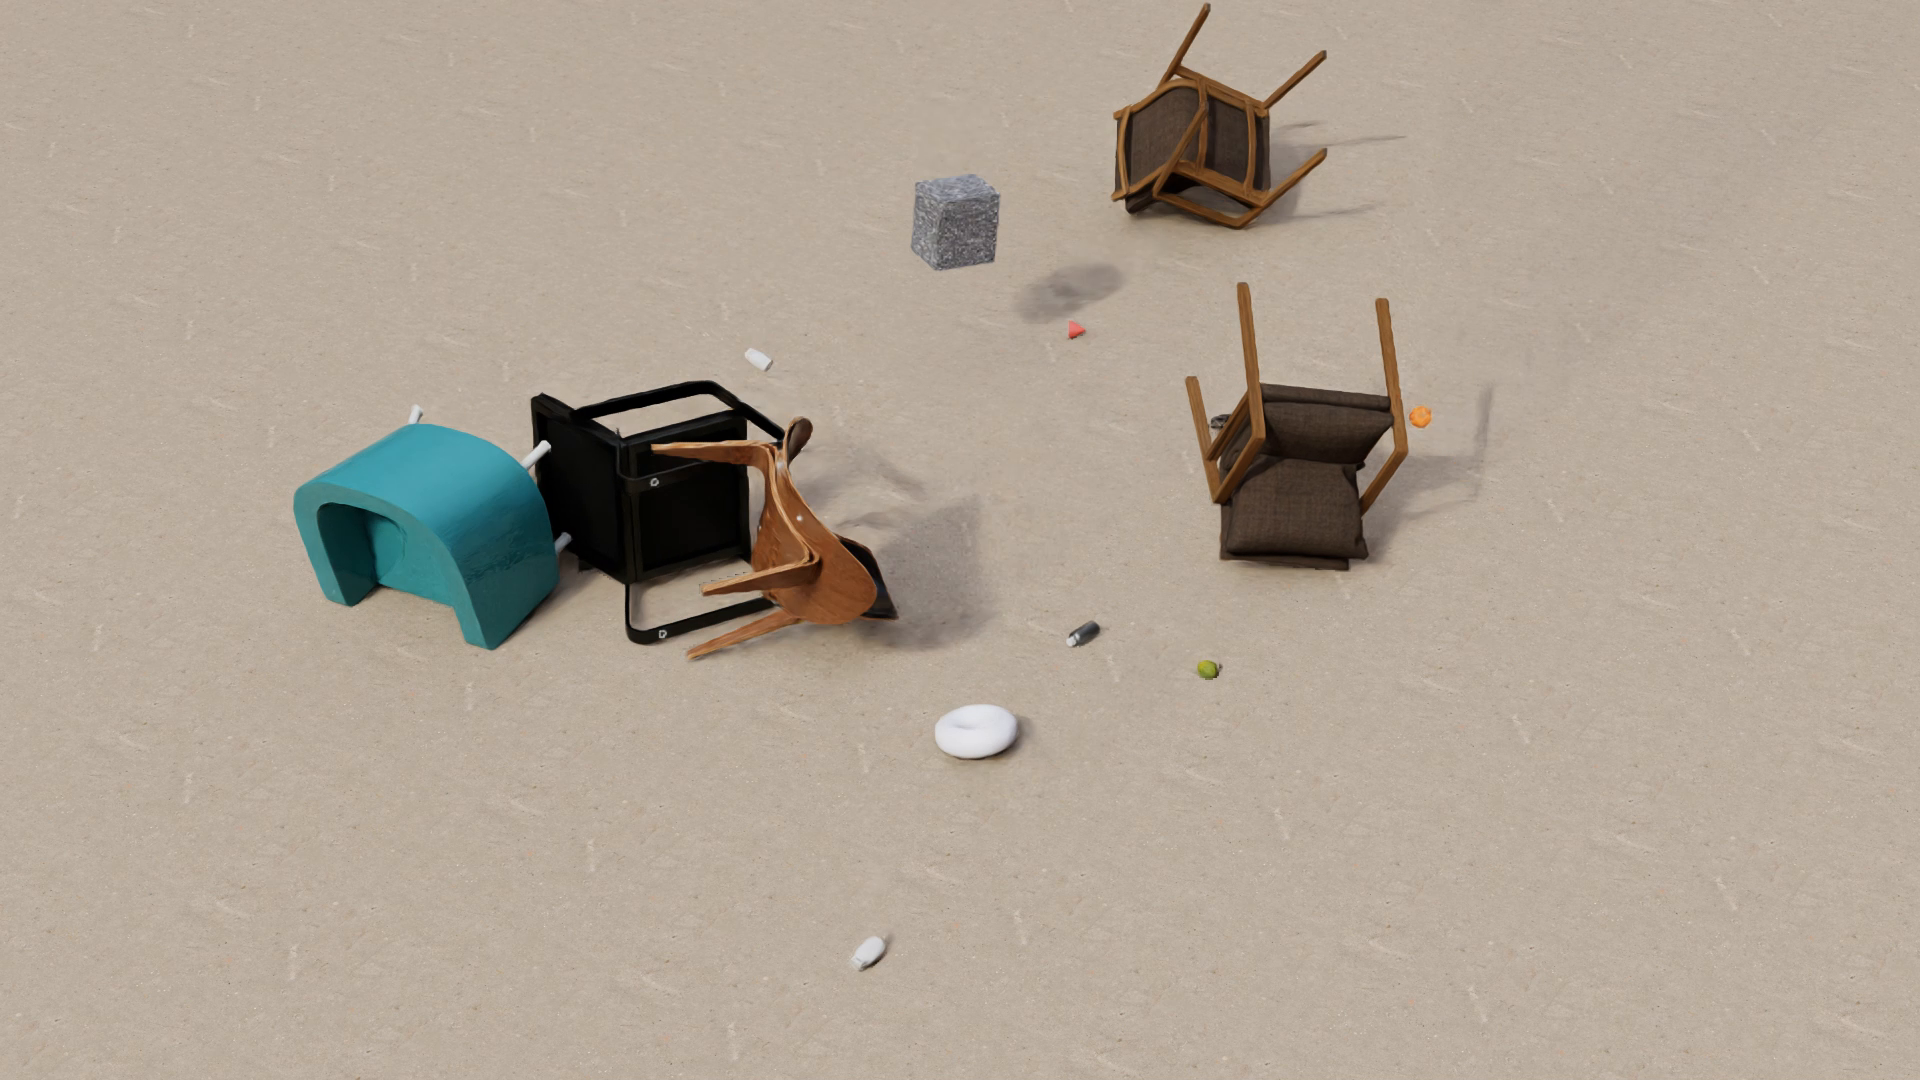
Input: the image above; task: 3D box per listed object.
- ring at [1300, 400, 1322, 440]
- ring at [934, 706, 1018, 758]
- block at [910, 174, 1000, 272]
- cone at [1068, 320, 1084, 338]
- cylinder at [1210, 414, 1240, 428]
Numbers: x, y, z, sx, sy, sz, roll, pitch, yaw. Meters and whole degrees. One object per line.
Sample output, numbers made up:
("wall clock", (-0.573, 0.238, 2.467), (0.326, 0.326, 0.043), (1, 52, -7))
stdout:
("ring", (1.381, -0.473, 11.519), (0.051, 0.165, 0.157), (-12, -2, -10))
("ring", (0.054, 0.642, 9.847), (0.281, 0.100, 0.286), (-23, 27, -36))
("block", (-0.018, -1.256, 11.587), (0.265, 0.292, 0.212), (-12, 34, -26))
("cone", (0.493, -0.876, 12.201), (0.070, 0.076, 0.082), (4, 30, 12))
("cylinder", (1.049, -0.471, 11.593), (0.102, 0.039, 0.077), (-5, 29, 34))
